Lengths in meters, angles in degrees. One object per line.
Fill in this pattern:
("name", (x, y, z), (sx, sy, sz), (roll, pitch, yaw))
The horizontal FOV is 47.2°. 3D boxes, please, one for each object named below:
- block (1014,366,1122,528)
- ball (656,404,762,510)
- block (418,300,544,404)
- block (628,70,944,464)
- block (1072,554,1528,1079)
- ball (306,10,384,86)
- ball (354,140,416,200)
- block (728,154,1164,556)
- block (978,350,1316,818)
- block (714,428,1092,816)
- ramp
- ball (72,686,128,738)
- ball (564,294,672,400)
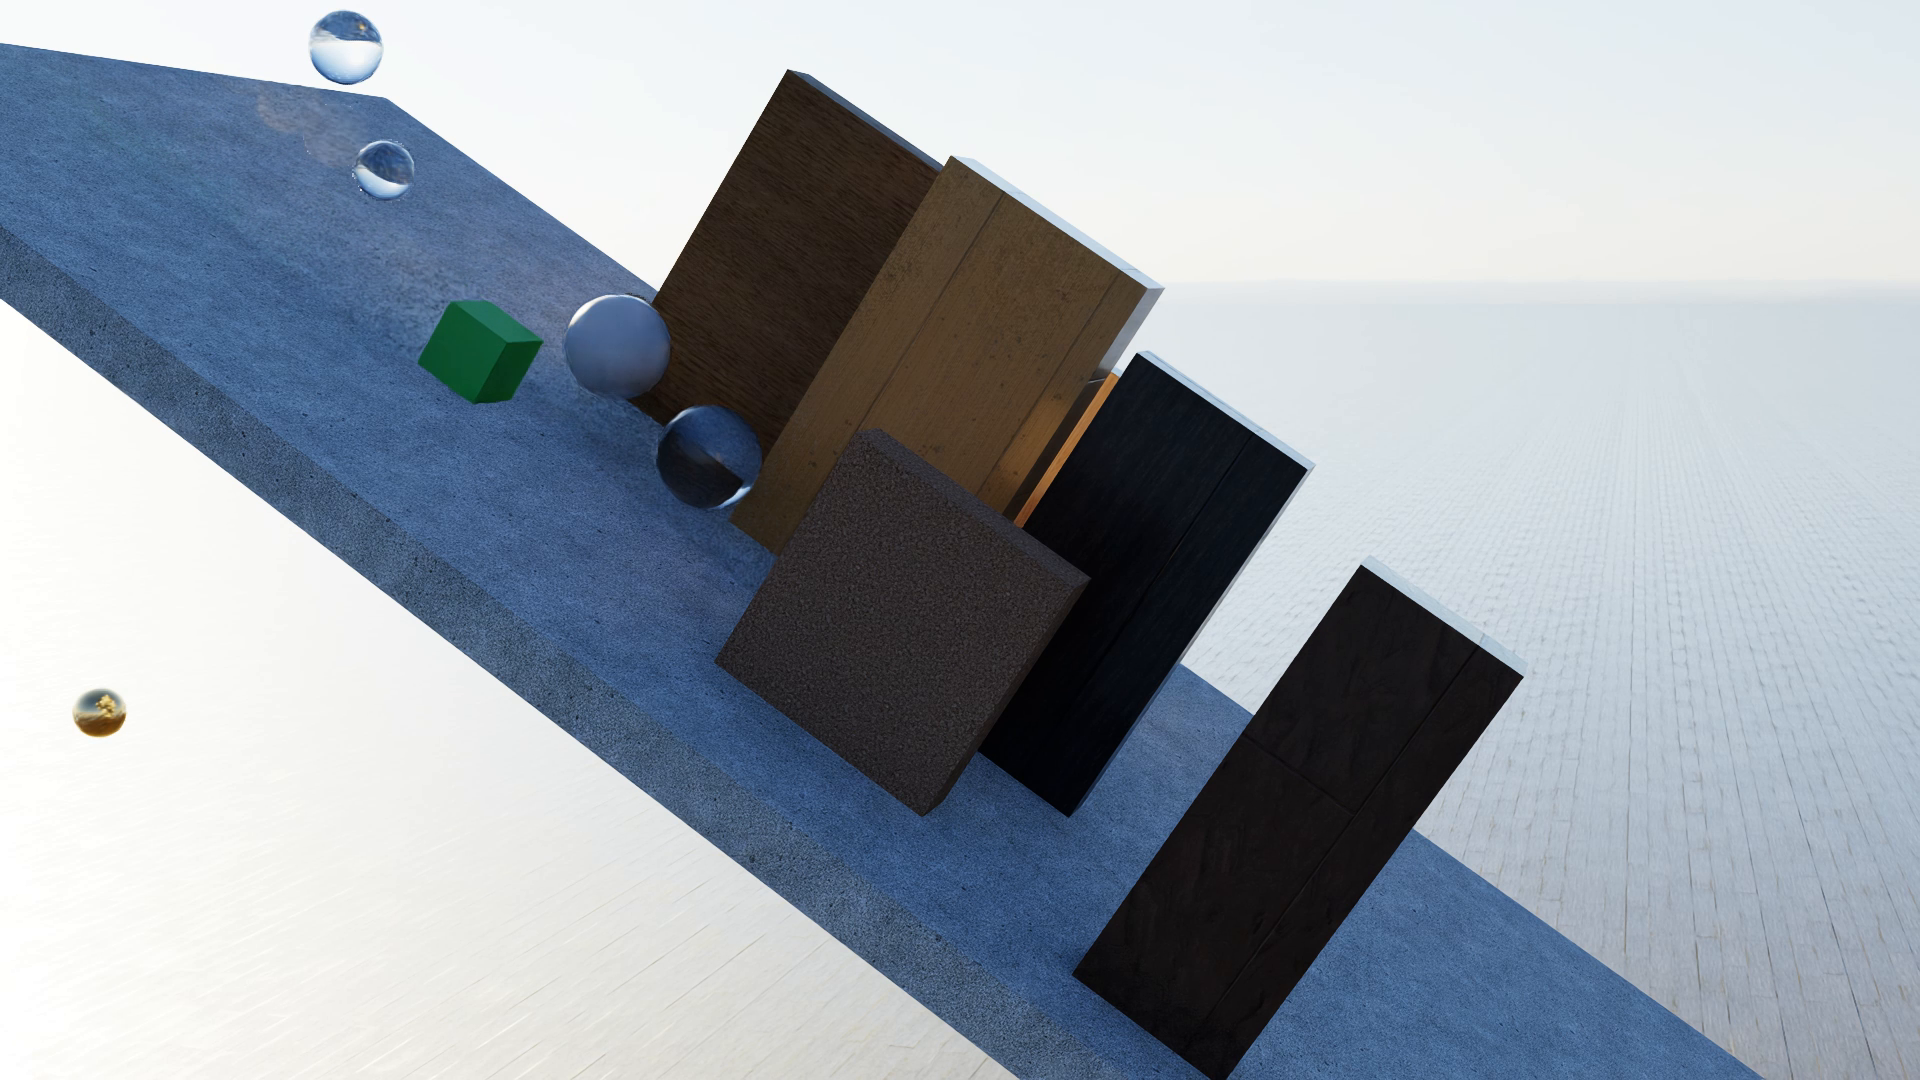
("block", (0.224, -0.093, 4.536), (0.424, 0.538, 0.082), (36, 15, 10))
("ball", (-0.458, -0.151, 4.009), (0.194, 0.194, 0.194), (0, 7, 0))
("block", (-0.852, -0.335, 3.911), (0.131, 0.131, 0.131), (36, 15, 11))
("block", (-0.321, -0.482, 4.298), (0.449, 0.724, 0.116), (36, 15, 10))
("block", (0.475, 0.400, 3.118), (0.263, 0.735, 0.109), (36, 15, 10))
("ball", (-1.236, -0.991, 4.422), (0.149, 0.149, 0.149), (0, 7, 0))
("ball", (-1.200, -0.771, 4.590), (0.122, 0.122, 0.122), (0, 7, 0))
("block", (-0.031, -0.244, 4.007), (0.426, 0.791, 0.147), (36, 15, 10))
("block", (0.251, 0.076, 3.710), (0.339, 0.720, 0.096), (36, 15, 10))
("block", (-0.093, 0.125, 3.409), (0.410, 0.438, 0.107), (36, 15, 10))
("ramp", (-0.127, 0.214, 4.099), (4.000, 0.100, 2.000), (36, 15, 10))
("ball", (-1.996, 0.400, 5.100), (0.120, 0.120, 0.120), (0, 7, 0))
("ball", (-0.615, -0.347, 3.956), (0.190, 0.190, 0.190), (0, 7, 0))
